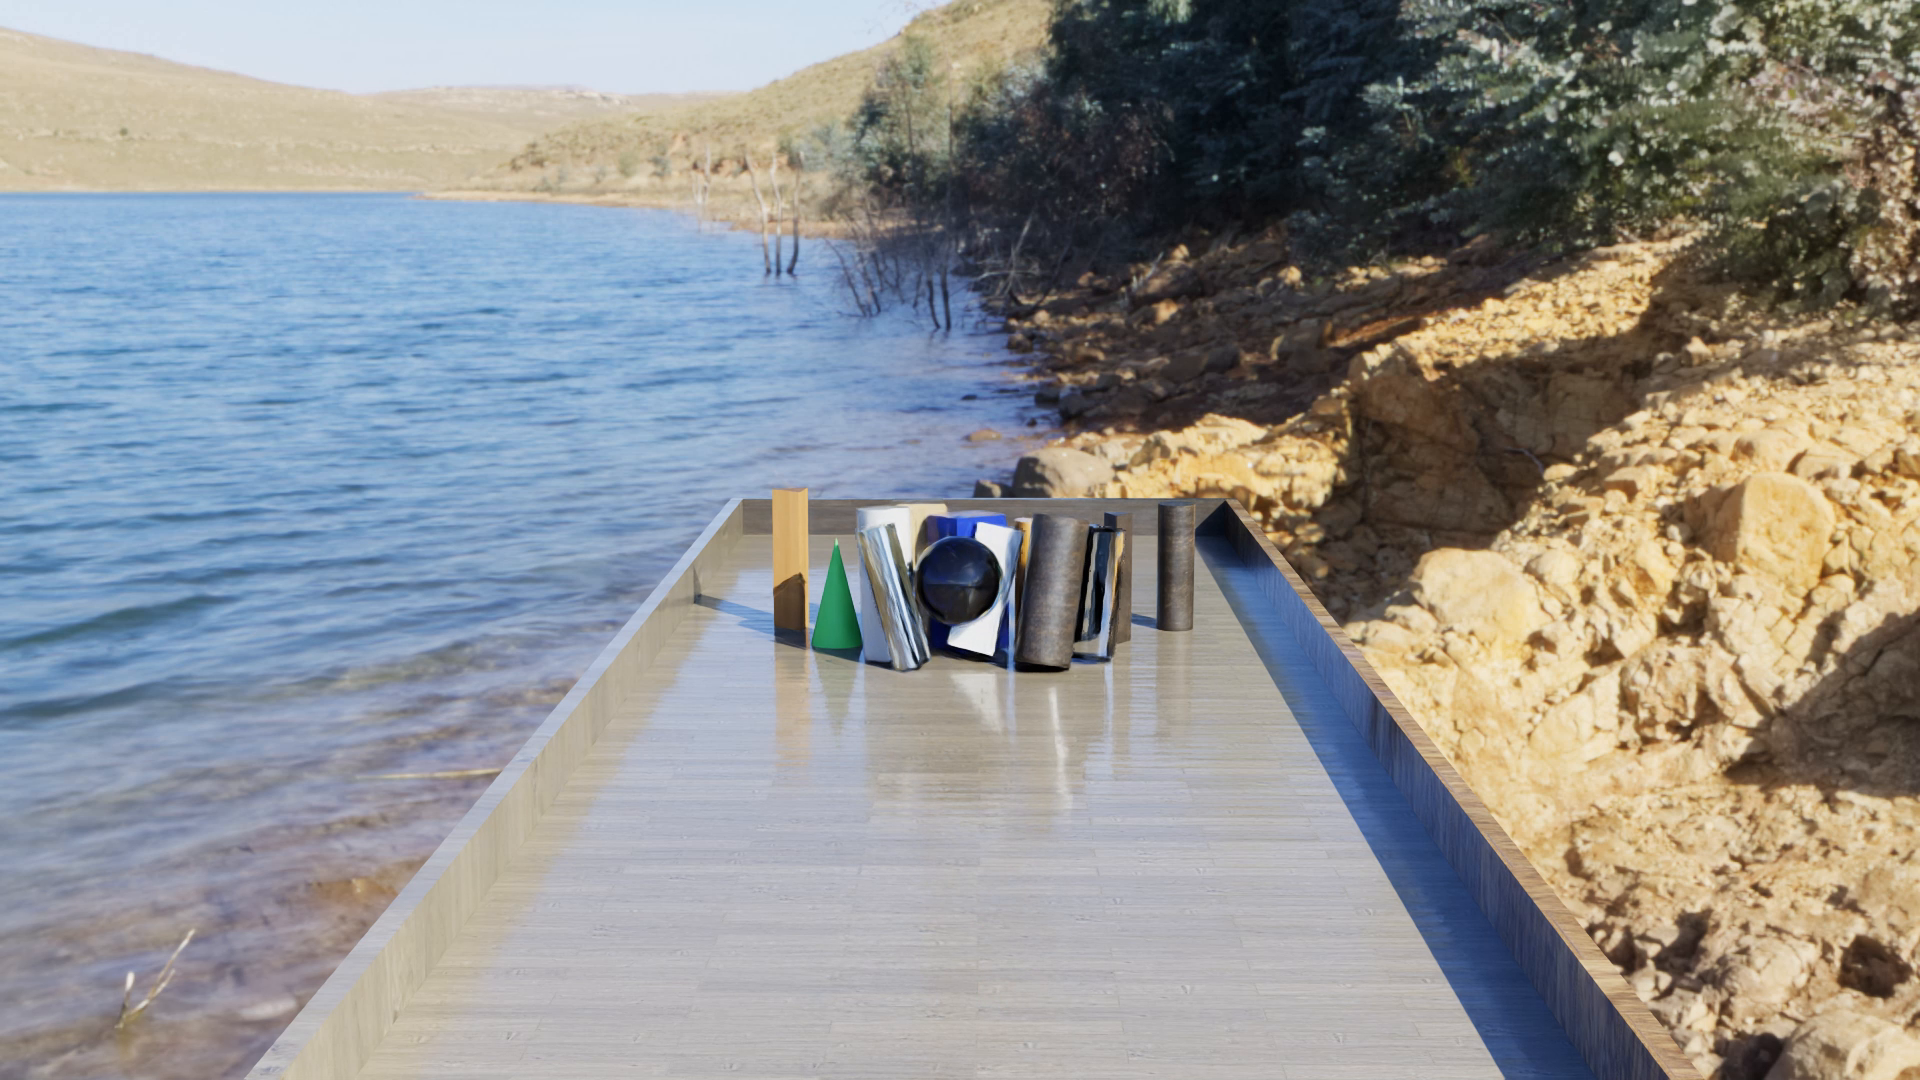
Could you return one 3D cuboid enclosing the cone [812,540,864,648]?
[{"bbox_3d":[-0.388,0.159,6.924,0.166,0.339,0.166,0,9,0],"label":"cone"}]

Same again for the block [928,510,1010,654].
[{"bbox_3d":[0.026,0.128,6.843,0.178,0.416,0.178,-5,7,-30],"label":"block"}]

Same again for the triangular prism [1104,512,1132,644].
[{"bbox_3d":[0.486,0.118,6.957,0.076,0.410,0.088,7,12,39],"label":"triangular prism"}]

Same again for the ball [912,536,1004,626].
[{"bbox_3d":[-0.005,0.122,6.554,0.273,0.273,0.273,0,9,0],"label":"ball"}]

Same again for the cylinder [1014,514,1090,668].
[{"bbox_3d":[0.274,0.151,6.565,0.172,0.440,0.172,8,-1,0],"label":"cylinder"}]

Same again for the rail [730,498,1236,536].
[{"bbox_3d":[0.099,-0.098,9.147,2.100,0.150,0.050,0,9,1],"label":"rail"}]

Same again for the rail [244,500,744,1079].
[{"bbox_3d":[-1.004,0.839,3.234,0.050,0.150,12.000,0,9,1],"label":"rail"}]

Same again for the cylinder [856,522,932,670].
[{"bbox_3d":[-0.196,0.166,6.546,0.117,0.427,0.117,-15,6,2],"label":"cylinder"}]

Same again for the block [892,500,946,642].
[{"bbox_3d":[-0.129,0.097,6.975,0.156,0.434,0.156,-1,5,-8],"label":"block"}]

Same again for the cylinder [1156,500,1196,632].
[{"bbox_3d":[0.702,0.085,7.162,0.121,0.411,0.121,0,9,0],"label":"cylinder"}]

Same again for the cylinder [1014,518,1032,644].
[{"bbox_3d":[0.226,0.131,6.924,0.110,0.394,0.110,0,9,0],"label":"cylinder"}]

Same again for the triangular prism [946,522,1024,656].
[{"bbox_3d":[0.101,0.156,6.731,0.154,0.386,0.134,13,-4,23],"label":"triangular prism"}]

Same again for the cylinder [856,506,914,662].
[{"bbox_3d":[-0.221,0.131,6.682,0.163,0.458,0.163,-3,4,0],"label":"cylinder"}]

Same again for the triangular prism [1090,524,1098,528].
[{"bbox_3d":[0.415,0.121,7.179,0.143,0.334,0.124,7,11,38],"label":"triangular prism"}]

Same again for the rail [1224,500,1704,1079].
[{"bbox_3d":[1.046,0.843,3.208,0.050,0.150,12.000,0,9,1],"label":"rail"}]

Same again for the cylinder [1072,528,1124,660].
[{"bbox_3d":[0.406,0.162,6.695,0.158,0.390,0.158,5,5,0],"label":"cylinder"}]

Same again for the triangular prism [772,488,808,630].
[{"bbox_3d":[-0.532,0.058,7.190,0.119,0.454,0.103,7,11,37],"label":"triangular prism"}]
